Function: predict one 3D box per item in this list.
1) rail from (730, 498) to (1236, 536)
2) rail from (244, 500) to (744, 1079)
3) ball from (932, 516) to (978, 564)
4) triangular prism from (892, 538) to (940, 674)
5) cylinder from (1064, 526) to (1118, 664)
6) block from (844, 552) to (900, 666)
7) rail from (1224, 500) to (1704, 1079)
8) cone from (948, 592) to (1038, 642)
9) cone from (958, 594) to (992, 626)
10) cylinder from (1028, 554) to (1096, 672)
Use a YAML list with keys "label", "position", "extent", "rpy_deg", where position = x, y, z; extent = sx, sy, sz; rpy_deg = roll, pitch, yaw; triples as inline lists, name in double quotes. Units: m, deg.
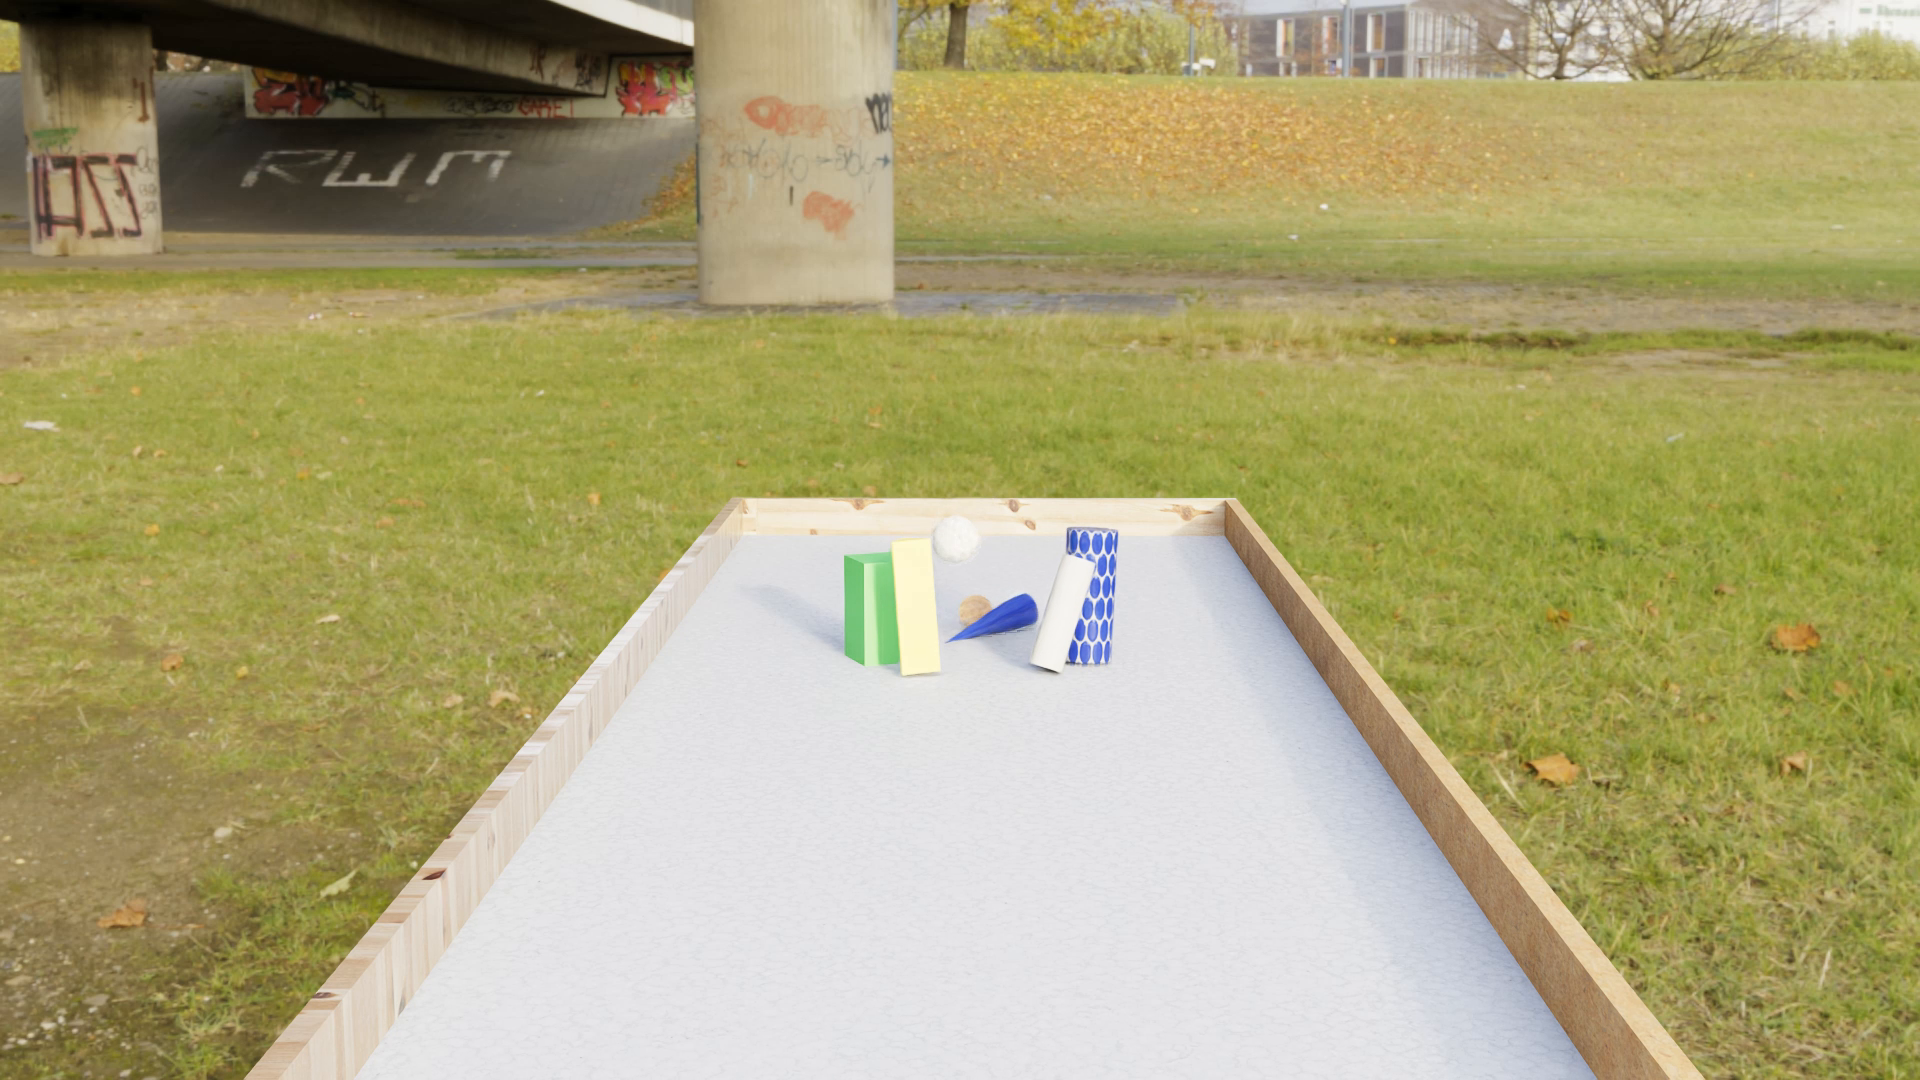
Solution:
- label: "rail"
  position: [0.099, -0.098, 9.147]
  extent: [2.100, 0.150, 0.050]
  rpy_deg: [0, 9, 1]
- label: "rail"
  position: [-1.004, 0.839, 3.234]
  extent: [0.050, 0.150, 12.000]
  rpy_deg: [0, 9, 1]
- label: "ball"
  position: [-0.016, -0.002, 7.751]
  extent: [0.166, 0.166, 0.166]
  rpy_deg: [0, 9, 0]
- label: "triangular prism"
  position: [-0.142, 0.194, 6.505]
  extent: [0.119, 0.391, 0.103]
  rpy_deg: [-5, 3, -15]
- label: "cylinder"
  position: [0.390, 0.165, 6.659]
  extent: [0.159, 0.398, 0.159]
  rpy_deg: [3, 5, 0]
- label: "block"
  position: [-0.239, 0.208, 6.699]
  extent: [0.175, 0.313, 0.175]
  rpy_deg: [-4, 10, -23]
- label: "rail"
  position: [1.046, 0.843, 3.208]
  extent: [0.050, 0.150, 12.000]
  rpy_deg: [0, 9, 1]
- label: "cone"
  position: [0.082, 0.277, 7.069]
  extent: [0.363, 0.123, 0.123]
  rpy_deg: [-21, 21, -40]
- label: "cone"
  position: [0.050, 0.233, 7.361]
  extent: [0.111, 0.111, 0.364]
  rpy_deg: [0, 0, 0]
- label: "cylinder"
  position: [0.303, 0.216, 6.519]
  extent: [0.104, 0.337, 0.104]
  rpy_deg: [18, -2, 1]
